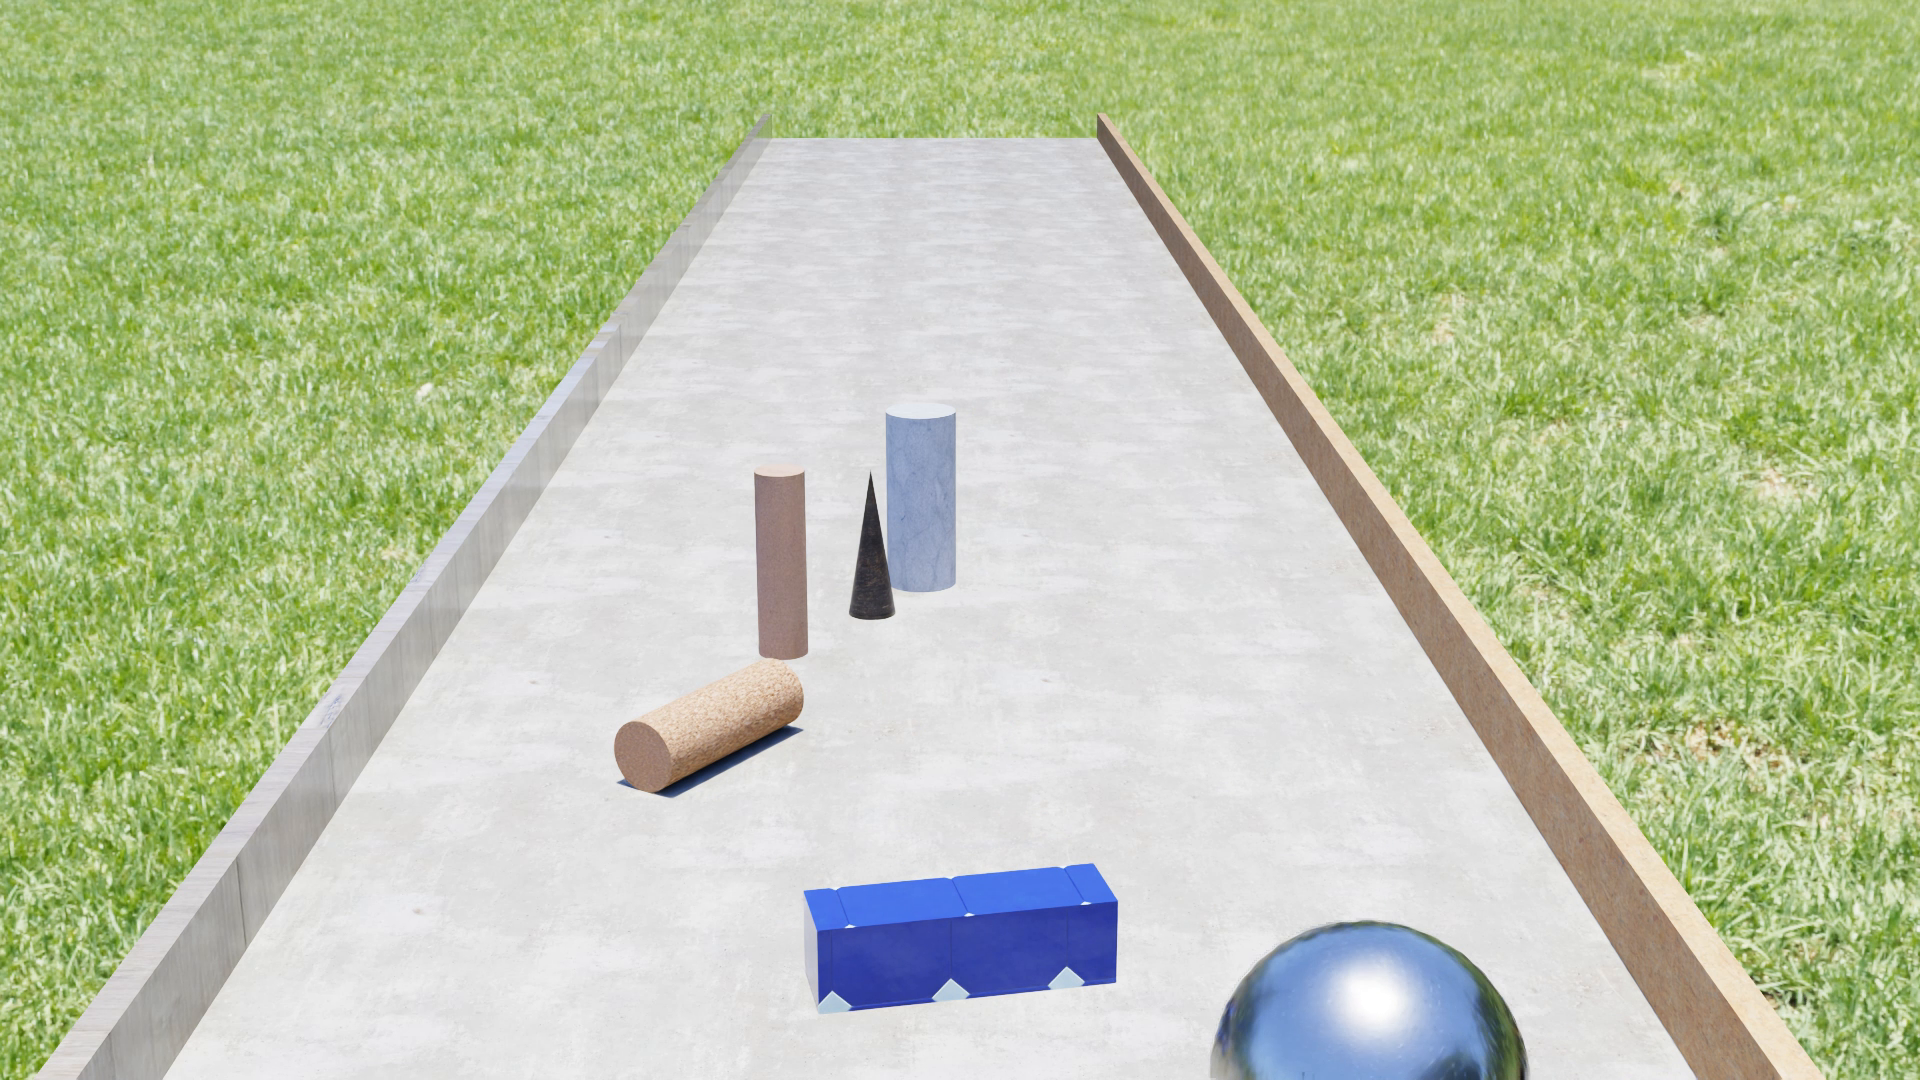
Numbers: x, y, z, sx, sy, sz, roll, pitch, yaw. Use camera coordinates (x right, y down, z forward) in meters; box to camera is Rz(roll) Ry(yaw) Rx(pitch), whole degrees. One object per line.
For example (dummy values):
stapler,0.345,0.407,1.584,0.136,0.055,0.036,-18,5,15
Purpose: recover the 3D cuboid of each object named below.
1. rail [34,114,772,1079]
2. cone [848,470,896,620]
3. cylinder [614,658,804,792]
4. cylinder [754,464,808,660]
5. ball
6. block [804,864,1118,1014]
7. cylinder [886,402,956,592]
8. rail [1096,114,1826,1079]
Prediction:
rail,-1.118,-0.838,7.780,0.050,0.150,12.000,0,17,-1
cone,-0.188,0.003,4.659,0.101,0.318,0.101,0,17,0
cylinder,-0.441,0.325,3.908,0.128,0.128,0.377,10,19,31
cylinder,-0.358,0.044,4.408,0.100,0.381,0.100,0,17,0
ball,0.467,0.618,2.516,0.361,0.361,0.361,0,17,0
block,0.000,0.562,3.113,0.426,0.128,0.128,-4,17,-12
cylinder,-0.086,-0.094,4.855,0.154,0.393,0.154,0,17,0
rail,0.932,-0.844,7.801,0.050,0.150,12.000,0,17,-1
